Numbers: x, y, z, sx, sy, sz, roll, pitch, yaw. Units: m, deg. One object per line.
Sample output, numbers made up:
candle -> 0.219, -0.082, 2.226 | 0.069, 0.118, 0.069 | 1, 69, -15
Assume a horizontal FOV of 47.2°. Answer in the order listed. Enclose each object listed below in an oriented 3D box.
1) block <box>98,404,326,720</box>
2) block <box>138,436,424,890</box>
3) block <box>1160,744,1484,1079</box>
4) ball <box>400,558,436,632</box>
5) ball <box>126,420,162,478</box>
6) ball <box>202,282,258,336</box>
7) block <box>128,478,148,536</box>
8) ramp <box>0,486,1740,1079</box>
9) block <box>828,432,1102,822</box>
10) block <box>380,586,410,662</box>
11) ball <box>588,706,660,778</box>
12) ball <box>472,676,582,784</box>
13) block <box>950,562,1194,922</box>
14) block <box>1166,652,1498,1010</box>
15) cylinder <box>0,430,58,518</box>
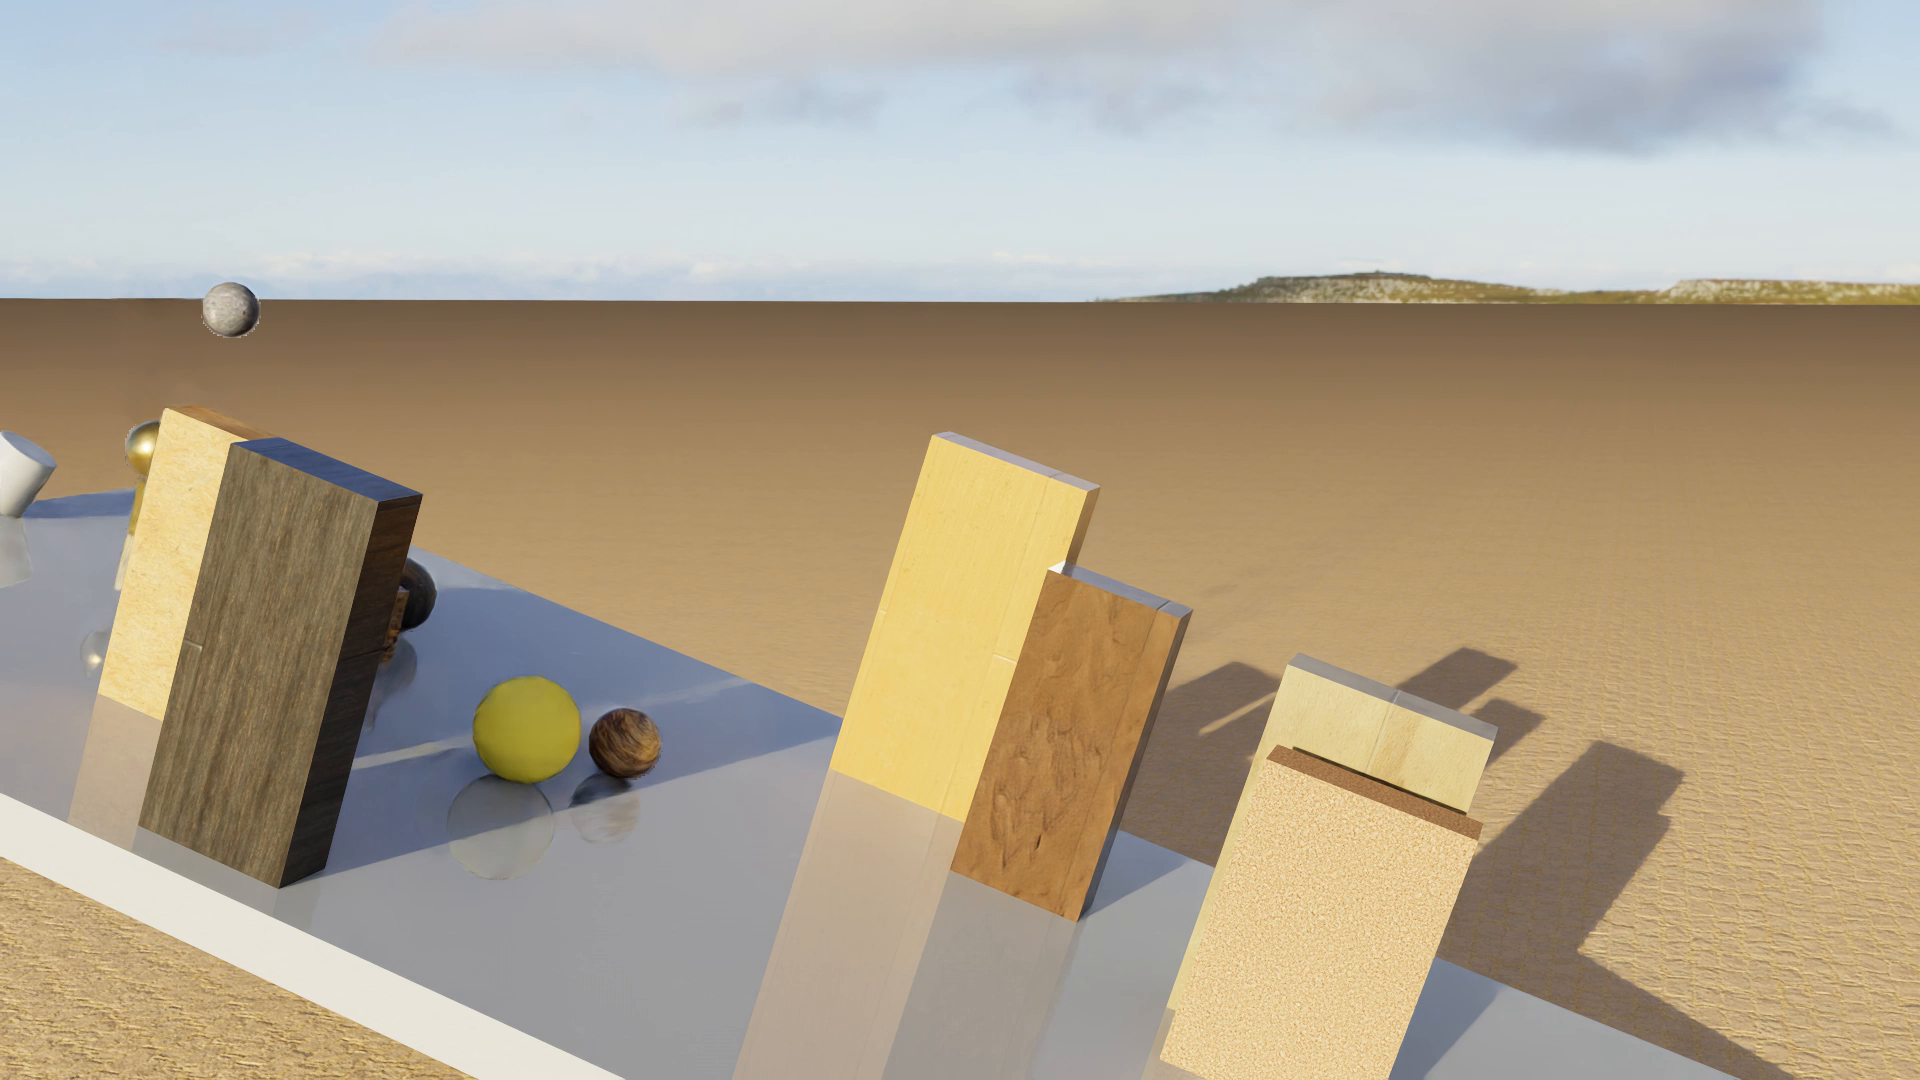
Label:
block -> -1.293, 0.085, 3.948 | 0.406, 0.550, 0.092 | 21, 12, 14
block -> -1.085, 0.193, 3.503 | 0.272, 0.654, 0.129 | 21, 12, 14
block -> 0.628, 0.702, 3.840 | 0.377, 0.580, 0.127 | 21, 12, 14
ball -> -1.233, 0.120, 4.827 | 0.164, 0.164, 0.164 | 0, 7, 0
ball -> -1.736, -0.195, 4.756 | 0.127, 0.127, 0.127 | 0, 7, 0
ball -> -1.523, -0.482, 4.592 | 0.112, 0.112, 0.112 | 0, 7, 0
block -> -1.770, -0.064, 4.957 | 0.128, 0.128, 0.128 | 21, 16, 11
ramp -> -0.356, 0.671, 4.225 | 4.000, 0.100, 2.000 | 21, 12, 14
block -> 0.007, 0.193, 4.786 | 0.359, 0.778, 0.124 | 21, 12, 14
block -> -1.286, 0.152, 4.609 | 0.161, 0.161, 0.161 | 27, 15, 37
ball -> -0.669, 0.405, 4.390 | 0.143, 0.143, 0.143 | 0, 7, 0
ball -> -0.827, 0.362, 4.205 | 0.206, 0.206, 0.206 | 0, 7, 0
block -> 0.222, 0.404, 4.429 | 0.281, 0.657, 0.129 | 21, 12, 14
block -> 0.686, 0.608, 4.071 | 0.386, 0.696, 0.135 | 21, 12, 14
cylinder -> -2.067, -0.143, 4.791 | 0.136, 0.136, 0.136 | 37, 2, -2
